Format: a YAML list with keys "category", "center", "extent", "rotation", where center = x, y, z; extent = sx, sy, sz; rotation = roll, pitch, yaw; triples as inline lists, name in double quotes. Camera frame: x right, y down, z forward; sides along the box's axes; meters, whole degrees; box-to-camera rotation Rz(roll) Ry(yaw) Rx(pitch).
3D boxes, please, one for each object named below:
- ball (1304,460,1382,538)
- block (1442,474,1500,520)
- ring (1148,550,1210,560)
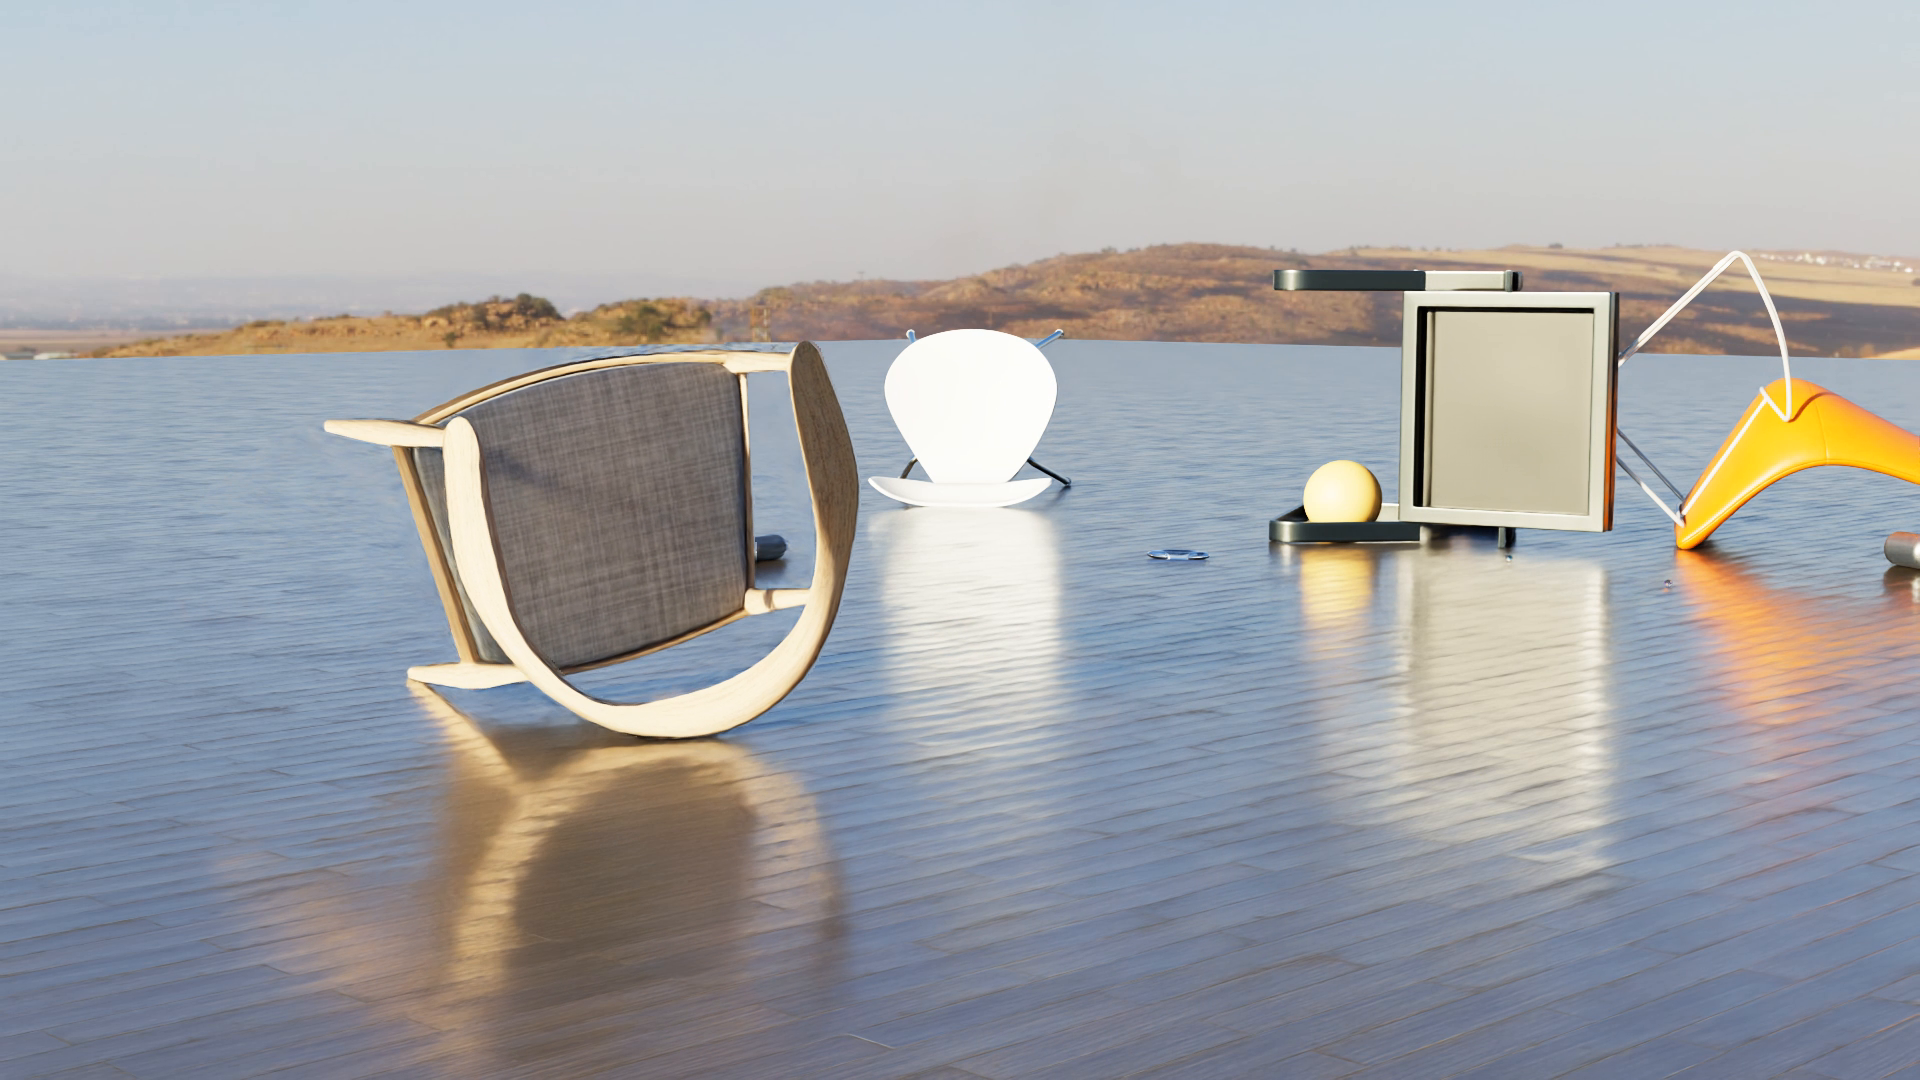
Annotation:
- category: "ball"
  center: [0.962, -0.102, 6.446]
  extent: [0.197, 0.197, 0.197]
  rotation: [0, 6, 0]
- category: "block"
  center: [1.397, -0.118, 7.024]
  extent: [0.069, 0.109, 0.154]
  rotation: [-3, 7, -28]
- category: "ring"
  center: [0.510, 0.034, 5.990]
  extent: [0.148, 0.018, 0.075]
  rotation: [2, 7, 13]
